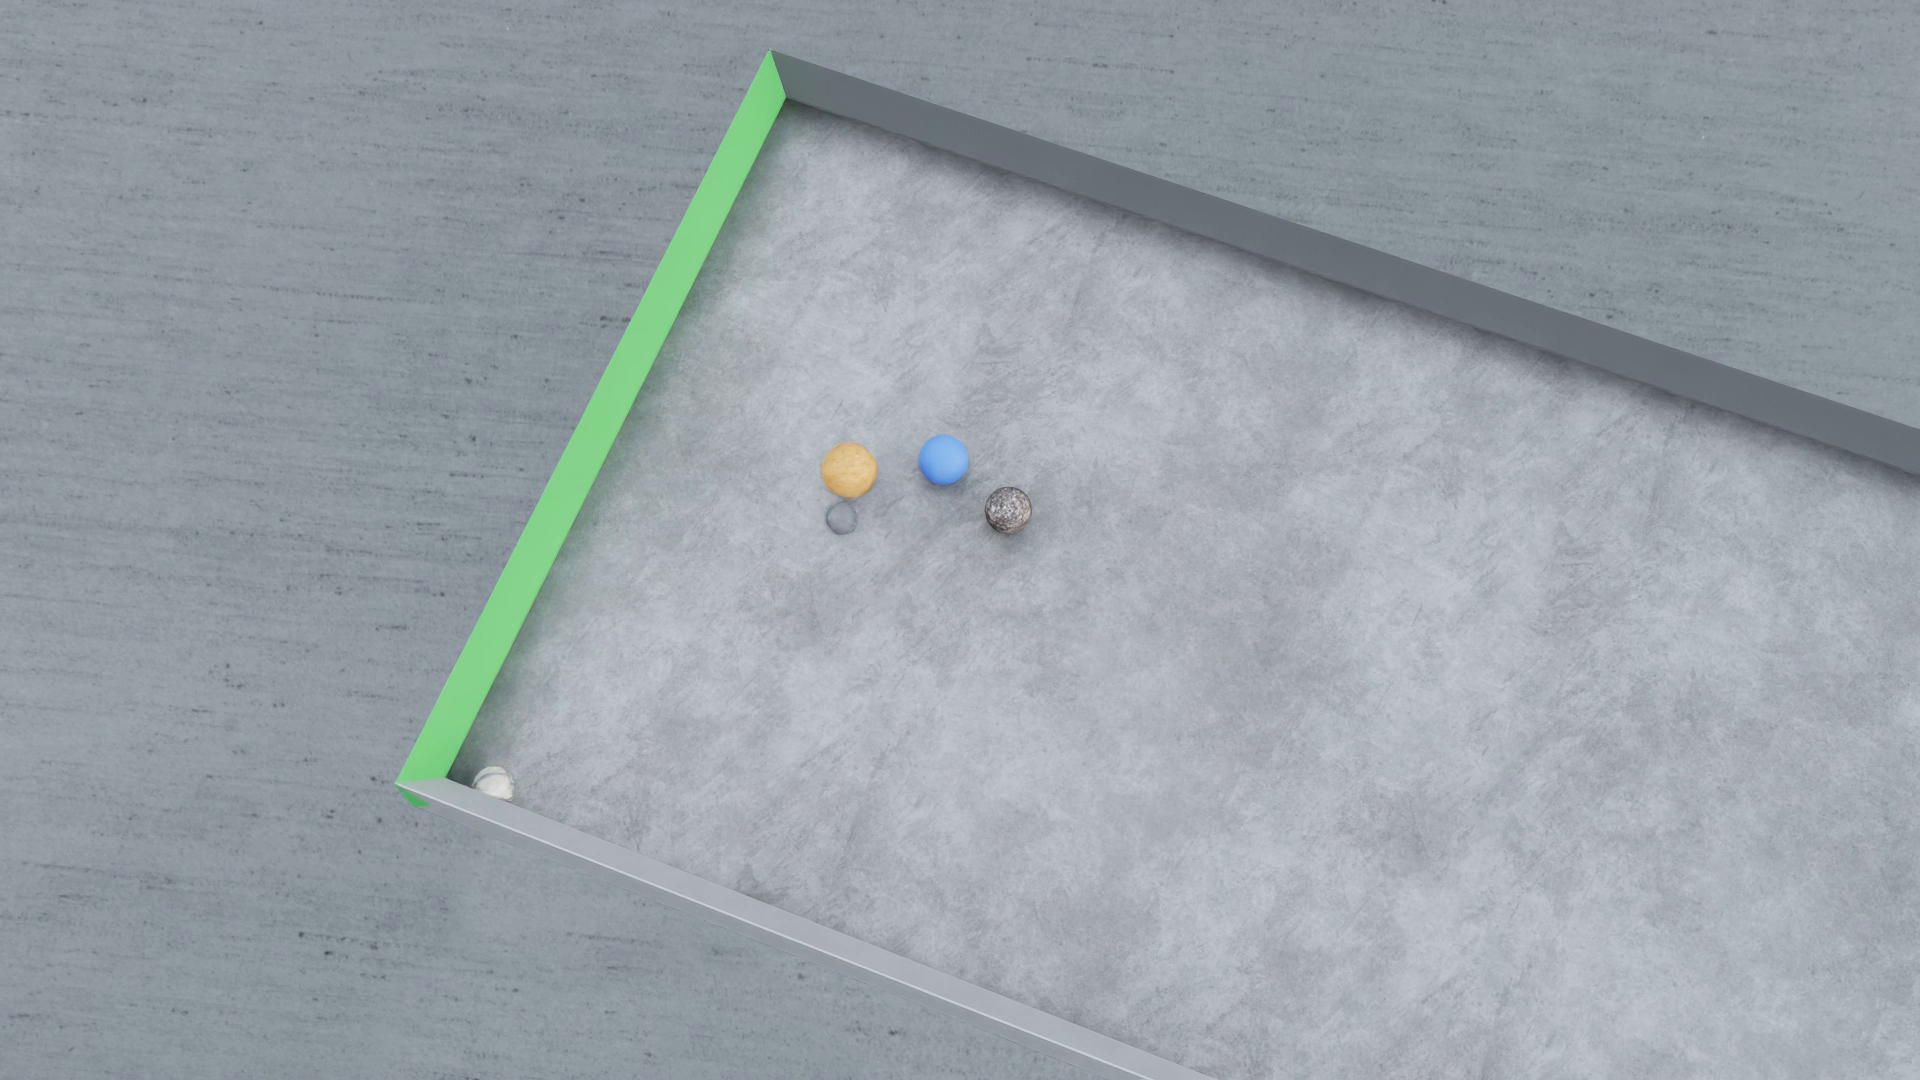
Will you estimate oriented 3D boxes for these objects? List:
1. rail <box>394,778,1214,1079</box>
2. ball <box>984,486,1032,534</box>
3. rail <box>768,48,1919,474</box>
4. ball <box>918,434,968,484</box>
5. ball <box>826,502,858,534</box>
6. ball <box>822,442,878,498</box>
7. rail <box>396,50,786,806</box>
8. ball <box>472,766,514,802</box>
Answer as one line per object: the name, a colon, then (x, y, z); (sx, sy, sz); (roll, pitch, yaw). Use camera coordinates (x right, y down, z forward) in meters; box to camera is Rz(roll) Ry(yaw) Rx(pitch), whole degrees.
rail: (0.337, 0.786, 3.153); (2.511, 0.117, 0.045); (20, 68, 8)
ball: (0.078, -0.048, 3.529); (0.076, 0.076, 0.076); (0, 67, 0)
rail: (0.833, -0.382, 3.647); (2.511, 0.117, 0.045); (20, 68, 8)
ball: (-0.027, -0.130, 3.561); (0.081, 0.081, 0.081); (0, 67, 0)
ball: (-0.190, -0.034, 3.536); (0.052, 0.052, 0.052); (0, 67, 0)
ball: (-0.178, -0.112, 3.549); (0.090, 0.090, 0.090); (0, 67, 0)
rail: (-0.562, -0.211, 3.575); (0.045, 0.117, 1.409); (20, 68, 8)
ball: (-0.712, 0.376, 3.357); (0.062, 0.062, 0.062); (0, 67, 0)
